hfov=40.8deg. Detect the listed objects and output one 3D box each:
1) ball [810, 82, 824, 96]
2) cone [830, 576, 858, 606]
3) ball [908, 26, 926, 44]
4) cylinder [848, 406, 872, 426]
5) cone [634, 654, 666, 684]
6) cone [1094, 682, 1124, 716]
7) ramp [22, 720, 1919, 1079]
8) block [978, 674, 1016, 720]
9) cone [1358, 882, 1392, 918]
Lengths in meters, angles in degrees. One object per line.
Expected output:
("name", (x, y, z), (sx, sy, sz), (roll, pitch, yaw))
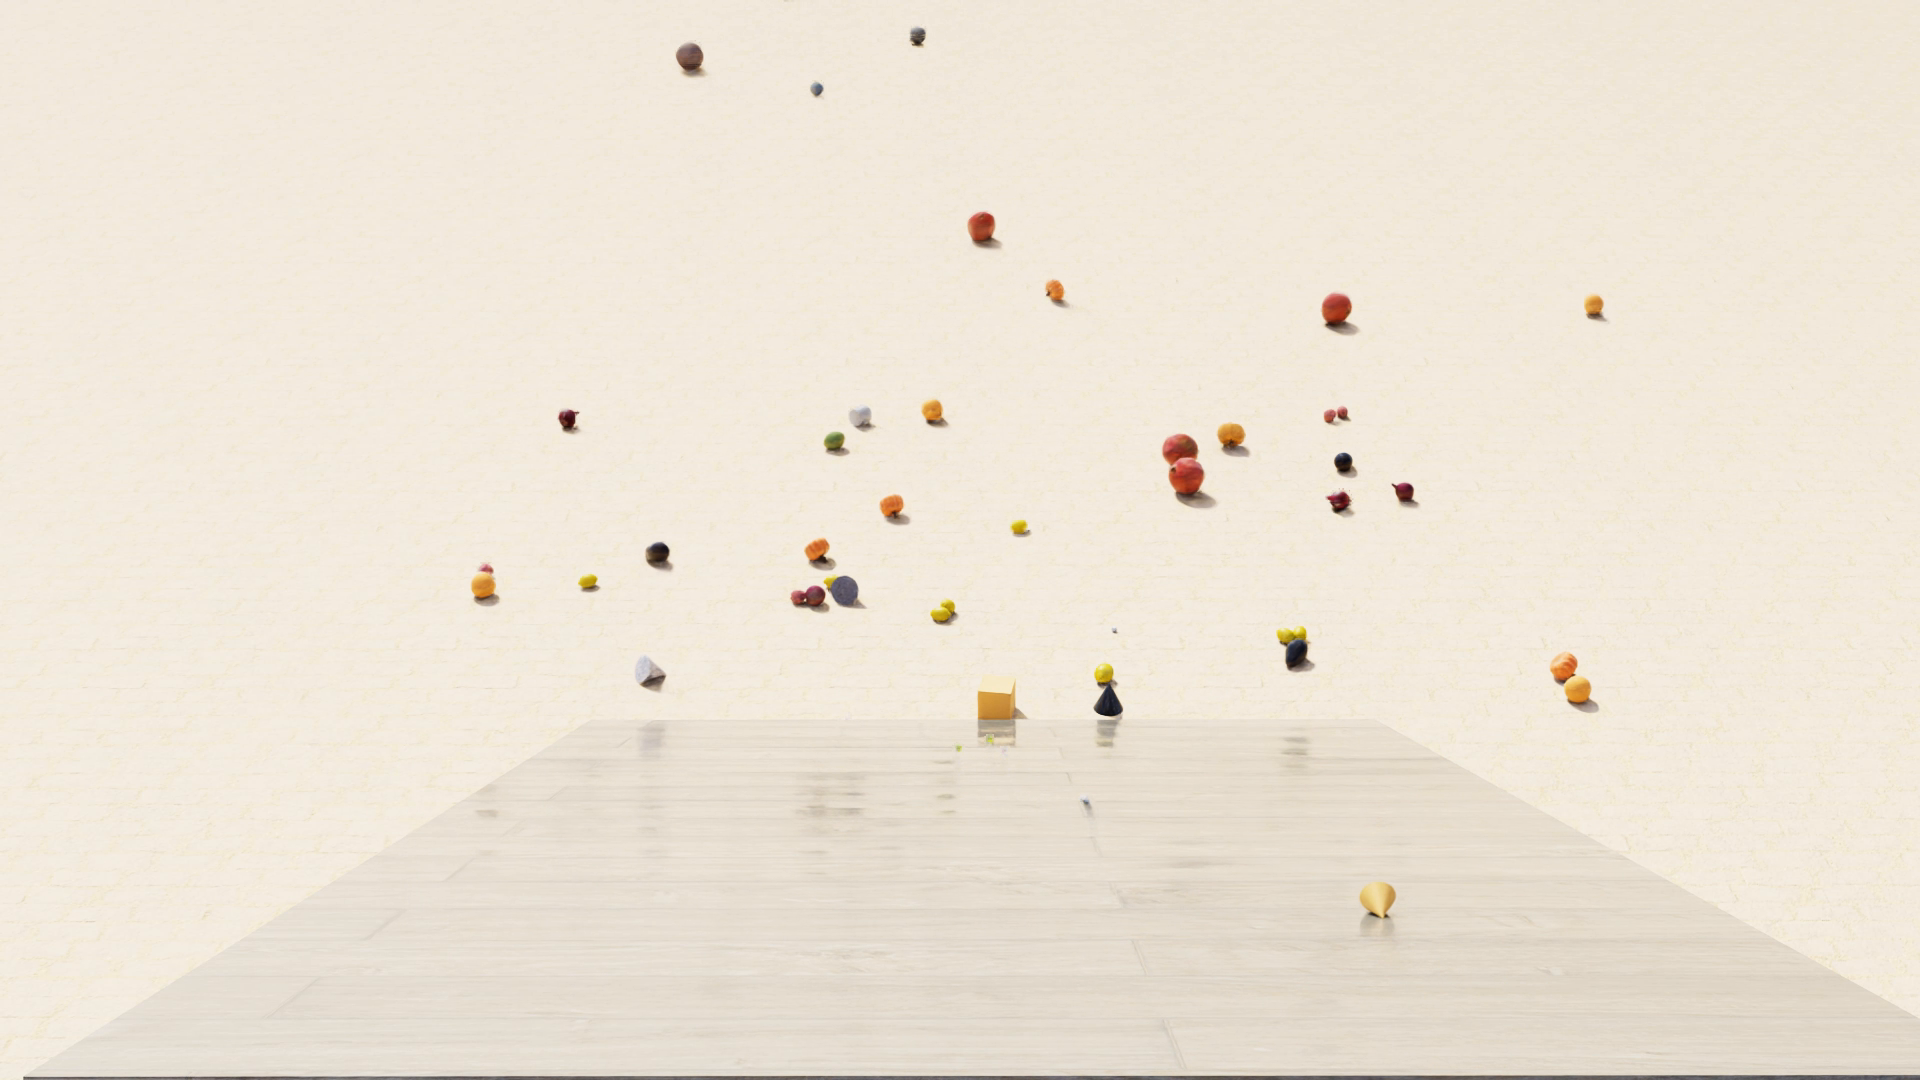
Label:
("ball", (-0.648, -2.040, 11.667), (0.062, 0.062, 0.062), (0, 27, 0))
("cone", (-0.319, 0.143, 7.363), (0.083, 0.083, 0.083), (6, 1, 12))
("ball", (-0.205, -2.426, 12.409), (0.083, 0.083, 0.083), (0, 27, 0))
("cylinder", (-0.324, -0.406, 8.434), (0.055, 0.055, 0.055), (24, 35, 39))
("cone", (-0.822, 0.355, 6.947), (0.078, 0.078, 0.078), (15, 15, -35))
("cone", (0.391, 0.408, 6.790), (0.081, 0.081, 0.081), (0, 27, 0))
("ramp", (0.061, 0.547, 4.583), (2.000, 0.100, 4.000), (0, 1, 0))
("block", (0.096, 0.416, 6.768), (0.087, 0.087, 0.087), (5, 27, 9))
("cone", (0.578, 0.505, 3.551), (0.050, 0.050, 0.050), (-6, 51, -11))
